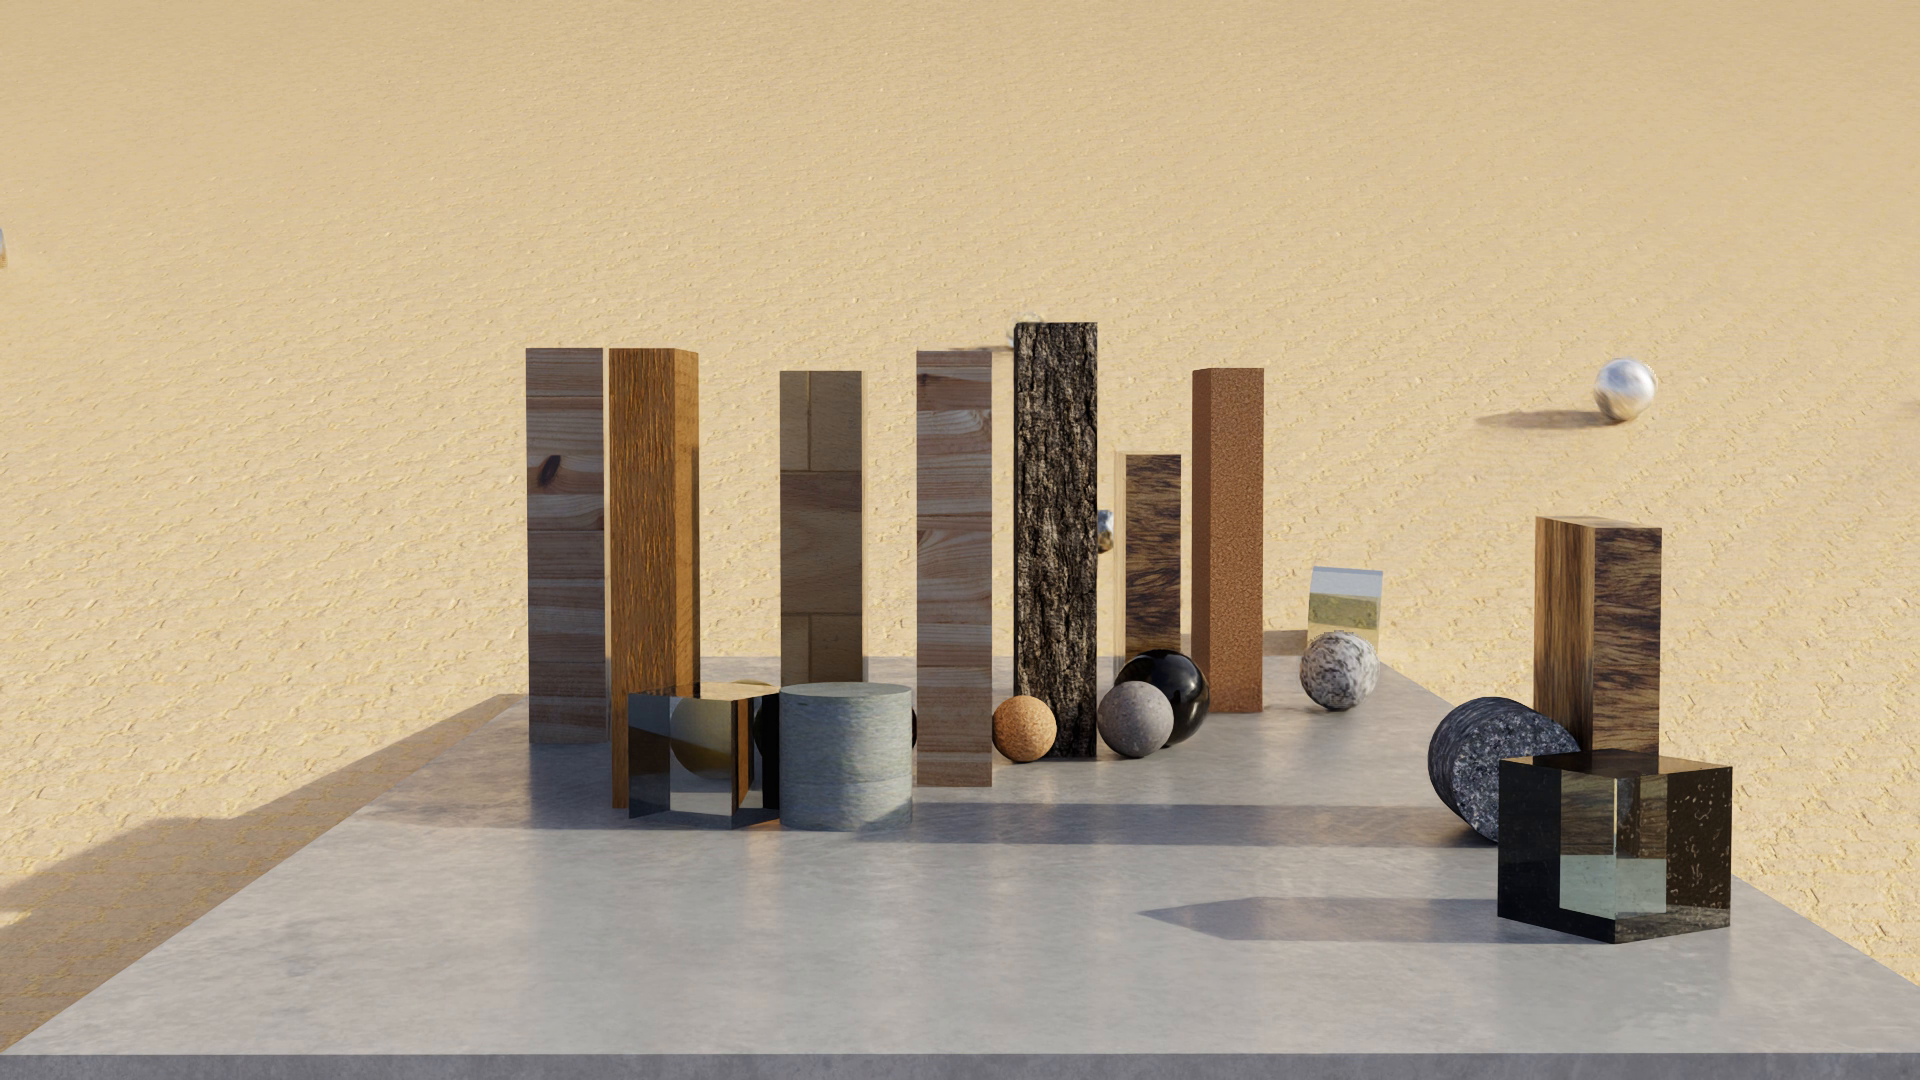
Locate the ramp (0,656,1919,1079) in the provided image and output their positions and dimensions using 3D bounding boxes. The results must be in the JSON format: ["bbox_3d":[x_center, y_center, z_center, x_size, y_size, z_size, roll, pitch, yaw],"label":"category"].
[{"bbox_3d":[0.050,0.451,4.532,2.000,0.100,4.000,0,3,0],"label":"ramp"}]

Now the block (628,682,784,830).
[{"bbox_3d":[-0.377,0.331,3.993,0.195,0.195,0.195,2,4,31],"label":"block"}]

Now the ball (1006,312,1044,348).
[{"bbox_3d":[0.237,-0.750,9.246,0.147,0.147,0.147,0,21,0],"label":"ball"}]

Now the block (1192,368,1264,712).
[{"bbox_3d":[0.572,-0.010,5.524,0.109,0.714,0.427,0,3,0],"label":"block"}]

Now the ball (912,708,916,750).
[{"bbox_3d":[-0.151,0.327,4.448,0.157,0.157,0.157,0,21,0],"label":"ball"}]

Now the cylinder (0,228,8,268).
[{"bbox_3d":[-3.913,-1.162,10.256,0.175,0.175,0.175,-12,25,-29],"label":"cylinder"}]

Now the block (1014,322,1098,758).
[{"bbox_3d":[0.176,-0.008,4.820,0.143,0.786,0.368,0,3,0],"label":"block"}]

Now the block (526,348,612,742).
[{"bbox_3d":[-0.742,0.003,4.991,0.146,0.746,0.299,0,3,0],"label":"block"}]

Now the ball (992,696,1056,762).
[{"bbox_3d":[0.113,0.337,4.594,0.119,0.119,0.119,0,21,0],"label":"ball"}]

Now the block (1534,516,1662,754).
[{"bbox_3d":[0.954,0.203,3.870,0.096,0.462,0.379,0,3,0],"label":"block"}]

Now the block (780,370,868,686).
[{"bbox_3d":[-0.244,0.044,4.661,0.144,0.698,0.304,0,3,0],"label":"block"}]

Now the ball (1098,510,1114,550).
[{"bbox_3d":[0.414,-0.028,7.447,0.119,0.119,0.119,0,21,0],"label":"ball"}]

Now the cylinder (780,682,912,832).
[{"bbox_3d":[-0.175,0.330,3.942,0.203,0.203,0.203,0,3,0],"label":"cylinder"}]

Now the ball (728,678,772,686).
[{"bbox_3d":[-0.368,0.323,4.461,0.164,0.164,0.164,0,21,0],"label":"ball"}]

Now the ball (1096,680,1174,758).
[{"bbox_3d":[0.317,0.324,4.654,0.139,0.139,0.139,0,21,0],"label":"ball"}]

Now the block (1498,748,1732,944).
[{"bbox_3d":[0.807,0.373,3.172,0.197,0.197,0.197,-2,4,-32],"label":"block"}]

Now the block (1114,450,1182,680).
[{"bbox_3d":[0.366,0.099,5.070,0.105,0.544,0.376,0,3,0],"label":"block"}]

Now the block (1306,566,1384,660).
[{"bbox_3d":[1.017,0.194,6.791,0.184,0.184,0.184,4,22,10],"label":"block"}]

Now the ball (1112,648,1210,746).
[{"bbox_3d":[0.375,0.294,4.801,0.183,0.183,0.183,0,21,0],"label":"ball"}]

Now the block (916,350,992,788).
[{"bbox_3d":[-0.010,0.038,4.499,0.126,0.728,0.448,0,3,0],"label":"block"}]

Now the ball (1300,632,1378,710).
[{"bbox_3d":[0.792,0.274,5.371,0.163,0.163,0.163,0,21,0],"label":"ball"}]

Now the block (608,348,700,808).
[{"bbox_3d":[-0.499,0.052,4.240,0.103,0.727,0.376,0,3,0],"label":"block"}]

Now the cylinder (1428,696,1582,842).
[{"bbox_3d":[0.809,0.340,3.814,0.195,0.195,0.195,0,3,0],"label":"cylinder"}]

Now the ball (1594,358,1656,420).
[{"bbox_3d":[2.206,-0.500,8.534,0.204,0.204,0.204,0,21,0],"label":"ball"}]
